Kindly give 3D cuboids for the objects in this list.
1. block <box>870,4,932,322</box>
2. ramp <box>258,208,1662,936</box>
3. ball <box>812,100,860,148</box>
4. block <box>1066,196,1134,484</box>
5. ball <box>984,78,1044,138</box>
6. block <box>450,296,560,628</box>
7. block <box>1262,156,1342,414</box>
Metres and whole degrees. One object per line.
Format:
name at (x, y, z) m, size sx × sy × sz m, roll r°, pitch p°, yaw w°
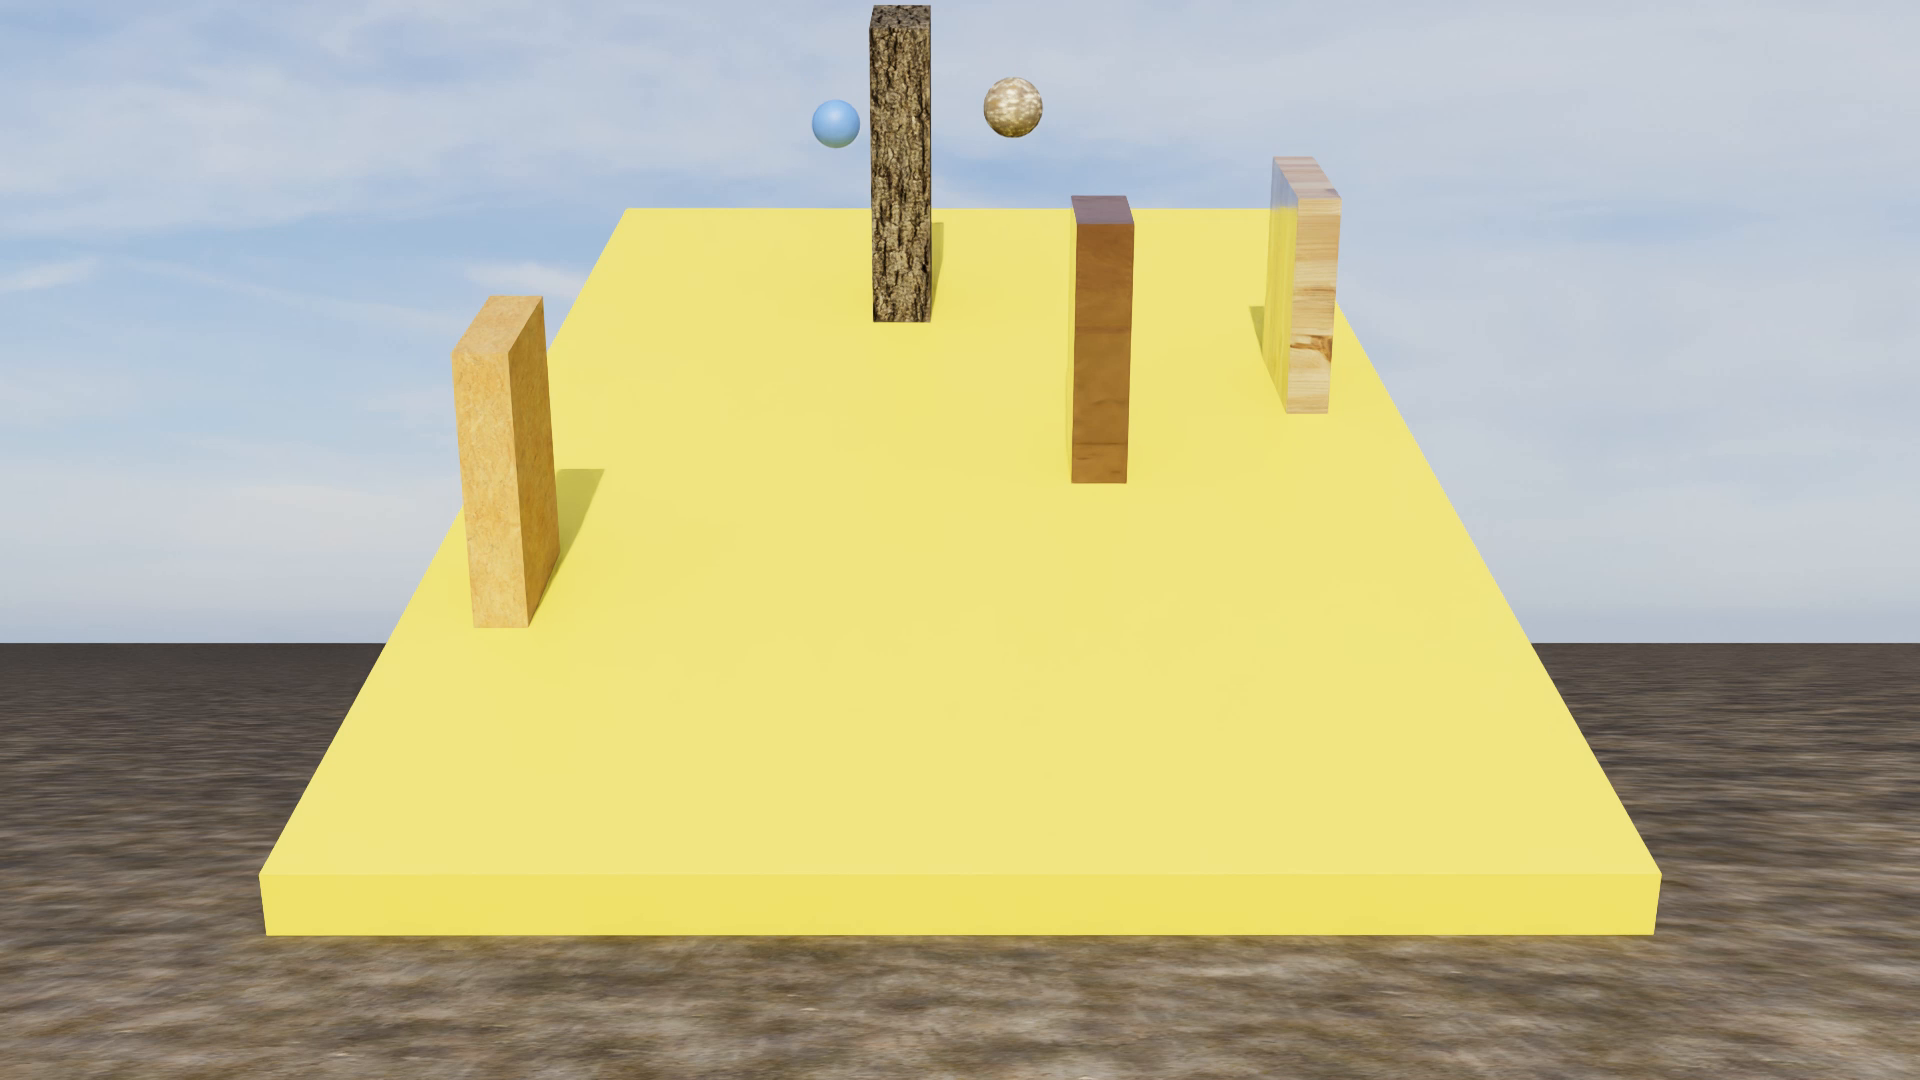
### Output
block at (-0.149, -0.967, 5.881) m, size 0.147 × 0.741 × 0.371 m, roll 0°, pitch 22°, yaw 0°
ramp at (-0.006, -0.220, 5.146) m, size 2.000 × 0.100 × 4.000 m, roll 0°, pitch 22°, yaw 0°
ball at (-0.358, -1.202, 6.630) m, size 0.140 × 0.140 × 0.140 m, roll 0°, pitch -2°, yaw 0°
block at (0.288, -0.417, 4.767) m, size 0.116 × 0.550 × 0.244 m, roll 0°, pitch 22°, yaw 0°
ball at (0.164, -1.331, 7.060) m, size 0.184 × 0.184 × 0.184 m, roll 0°, pitch -2°, yaw 0°
block at (-0.814, -0.146, 4.139) m, size 0.097 × 0.508 × 0.359 m, roll 0°, pitch 22°, yaw 0°
block at (0.783, -0.593, 5.285) m, size 0.095 × 0.493 × 0.430 m, roll 0°, pitch 22°, yaw 0°
